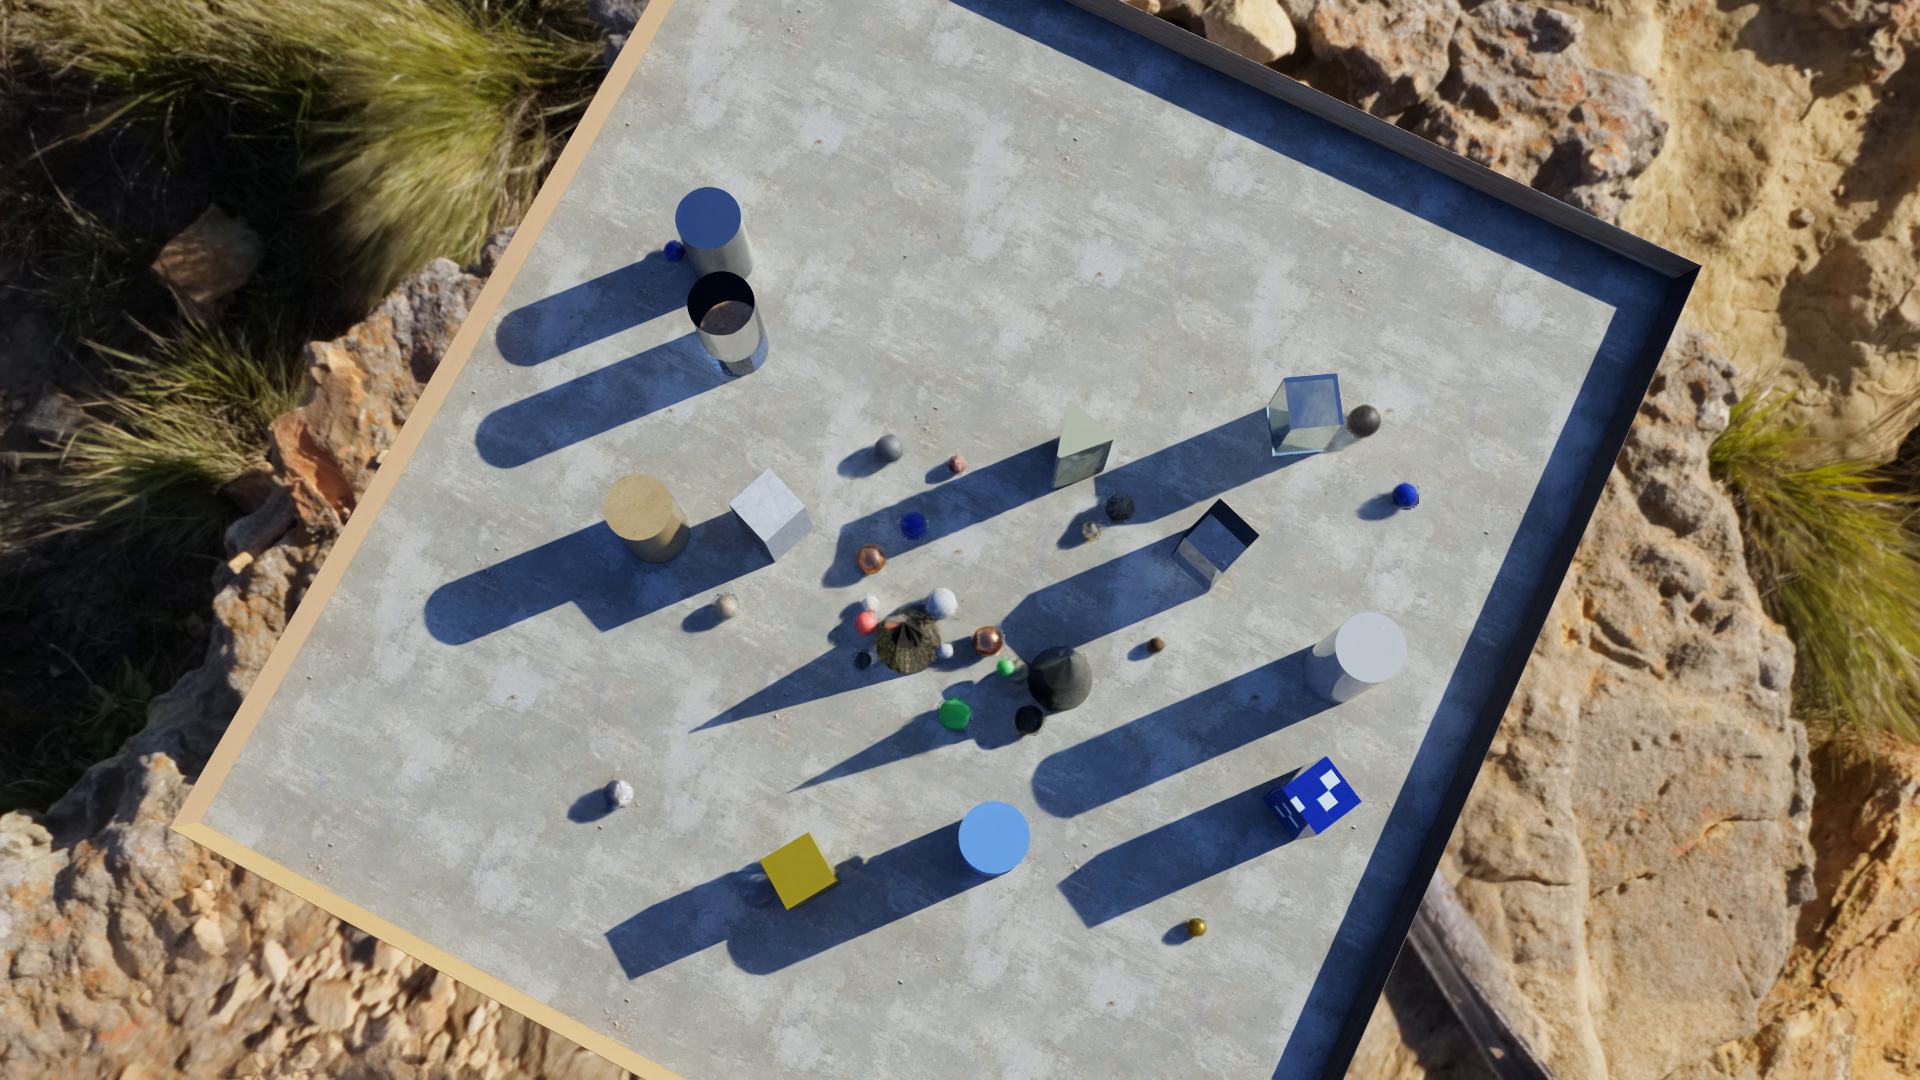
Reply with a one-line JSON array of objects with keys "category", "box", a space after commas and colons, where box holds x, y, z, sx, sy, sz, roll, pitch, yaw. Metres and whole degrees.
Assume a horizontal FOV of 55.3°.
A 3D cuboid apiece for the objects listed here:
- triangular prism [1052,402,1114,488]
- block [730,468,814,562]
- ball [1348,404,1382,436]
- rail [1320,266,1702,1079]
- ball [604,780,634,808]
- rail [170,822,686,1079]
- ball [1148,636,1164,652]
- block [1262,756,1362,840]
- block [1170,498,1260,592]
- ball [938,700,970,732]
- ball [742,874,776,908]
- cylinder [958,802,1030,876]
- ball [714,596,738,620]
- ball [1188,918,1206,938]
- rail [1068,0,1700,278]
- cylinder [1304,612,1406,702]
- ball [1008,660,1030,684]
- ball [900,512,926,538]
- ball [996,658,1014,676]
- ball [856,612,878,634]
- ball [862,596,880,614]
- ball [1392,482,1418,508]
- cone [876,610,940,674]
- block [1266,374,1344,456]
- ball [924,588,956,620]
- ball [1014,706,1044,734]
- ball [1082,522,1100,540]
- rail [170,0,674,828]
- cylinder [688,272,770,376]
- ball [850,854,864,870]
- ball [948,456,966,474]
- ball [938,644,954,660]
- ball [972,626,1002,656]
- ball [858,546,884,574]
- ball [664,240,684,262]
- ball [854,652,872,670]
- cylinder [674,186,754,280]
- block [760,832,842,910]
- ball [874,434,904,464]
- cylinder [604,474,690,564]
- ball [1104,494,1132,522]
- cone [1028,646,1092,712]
[{"category": "triangular prism", "box": [0.339, -0.295, 5.478, 0.171, 0.391, 0.148, -19, 79, -4]}, {"category": "block", "box": [-0.561, -0.071, 5.476, 0.158, 0.304, 0.158, -43, 81, -8]}, {"category": "ball", "box": [1.246, -0.367, 5.642, 0.099, 0.099, 0.099, 0, 78, 0]}, {"category": "rail", "box": [1.470, 0.726, 5.400, 0.045, 0.128, 3.590, 26, 80, 5]}, {"category": "ball", "box": [-1.010, 0.751, 5.417, 0.087, 0.087, 0.087, 0, 78, 0]}, {"category": "rail", "box": [-0.792, 1.558, 5.228, 3.334, 0.128, 0.045, 26, 80, 5]}, {"category": "ball", "box": [0.592, 0.316, 5.527, 0.048, 0.048, 0.048, 0, 78, 0]}, {"category": "block", "box": [1.008, 0.747, 5.280, 0.158, 0.357, 0.158, -35, 81, -7]}, {"category": "block", "box": [0.755, 0.019, 5.451, 0.158, 0.317, 0.158, 44, 82, 8]}, {"category": "ball", "box": [-0.017, 0.522, 5.460, 0.096, 0.096, 0.096, 0, 78, 0]}, {"category": "ball", "box": [-0.588, 1.025, 5.356, 0.095, 0.095, 0.095, 0, 78, 0]}, {"category": "cylinder", "box": [0.094, 0.858, 5.238, 0.197, 0.394, 0.197, 0, 78, 0]}, {"category": "ball", "box": [-0.708, 0.204, 5.536, 0.075, 0.075, 0.075, 0, 78, 0]}, {"category": "ball", "box": [0.693, 1.132, 5.354, 0.056, 0.056, 0.056, 0, 78, 0]}, {"category": "rail", "box": [0.792, -1.545, 5.870, 3.334, 0.128, 0.045, 26, 80, 5]}, {"category": "cylinder", "box": [1.136, 0.345, 5.301, 0.197, 0.478, 0.197, 0, 78, 0]}, {"category": "ball", "box": [0.173, 0.396, 5.499, 0.070, 0.070, 0.070, 0, 78, 0]}, {"category": "ball", "box": [-0.143, -0.047, 5.585, 0.081, 0.081, 0.081, 0, 78, 0]}, {"category": "ball", "box": [0.136, 0.379, 5.453, 0.052, 0.052, 0.052, 0, 78, 0]}, {"category": "ball", "box": [-0.283, 0.251, 5.531, 0.066, 0.066, 0.066, 0, 78, 0]}, {"category": "ball", "box": [-0.271, 0.195, 5.549, 0.054, 0.054, 0.054, 0, 78, 0]}, {"category": "ball", "box": [1.361, -0.137, 5.606, 0.077, 0.077, 0.077, 0, 78, 0]}, {"category": "cone", "box": [-0.156, 0.270, 5.361, 0.197, 0.390, 0.197, 0, 78, 0]}, {"category": "block", "box": [1.040, -0.376, 5.534, 0.158, 0.314, 0.158, -5, 78, -1]}, {"category": "ball", "box": [-0.058, 0.192, 5.528, 0.097, 0.097, 0.097, 0, 78, 0]}, {"category": "ball", "box": [0.206, 0.536, 5.461, 0.087, 0.087, 0.087, 0, 78, 0]}, {"category": "ball", "box": [0.399, -0.029, 5.594, 0.056, 0.056, 0.056, 0, 78, 0]}, {"category": "rail", "box": [-1.470, -0.713, 5.698, 0.045, 0.128, 3.590, 26, 80, 5]}, {"category": "cylinder", "box": [-0.697, -0.648, 5.541, 0.197, 0.411, 0.197, 0, 78, 0]}, {"category": "ball", "box": [-0.304, 0.949, 5.399, 0.042, 0.042, 0.042, 0, 78, 0]}, {"category": "ball", "box": [-0.008, -0.233, 5.636, 0.057, 0.057, 0.057, 0, 78, 0]}, {"category": "ball", "box": [-0.045, 0.335, 5.518, 0.049, 0.049, 0.049, 0, 78, 0]}, {"category": "ball", "box": [0.082, 0.304, 5.506, 0.093, 0.093, 0.093, 0, 78, 0]}, {"category": "ball", "box": [-0.270, 0.060, 5.561, 0.085, 0.085, 0.085, 0, 78, 0]}, {"category": "ball", "box": [-0.901, -0.911, 5.772, 0.064, 0.064, 0.064, 0, 78, 0]}, {"category": "ball", "box": [-0.295, 0.364, 5.514, 0.054, 0.054, 0.054, 0, 78, 0]}, {"category": "cylinder", "box": [-0.750, -0.923, 5.627, 0.197, 0.354, 0.197, 0, 78, 0]}, {"category": "block", "box": [-0.455, 0.956, 5.275, 0.158, 0.281, 0.158, -30, 80, -6]}, {"category": "ball", "box": [-0.218, -0.280, 5.629, 0.089, 0.089, 0.089, 0, 78, 0]}, {"category": "cylinder", "box": [-0.927, -0.059, 5.450, 0.197, 0.351, 0.197, 0, 78, 0]}, {"category": "ball", "box": [0.483, -0.097, 5.594, 0.084, 0.084, 0.084, 0, 78, 0]}, {"category": "cone", "box": [0.302, 0.370, 5.294, 0.197, 0.483, 0.197, 0, 78, 0]}]
